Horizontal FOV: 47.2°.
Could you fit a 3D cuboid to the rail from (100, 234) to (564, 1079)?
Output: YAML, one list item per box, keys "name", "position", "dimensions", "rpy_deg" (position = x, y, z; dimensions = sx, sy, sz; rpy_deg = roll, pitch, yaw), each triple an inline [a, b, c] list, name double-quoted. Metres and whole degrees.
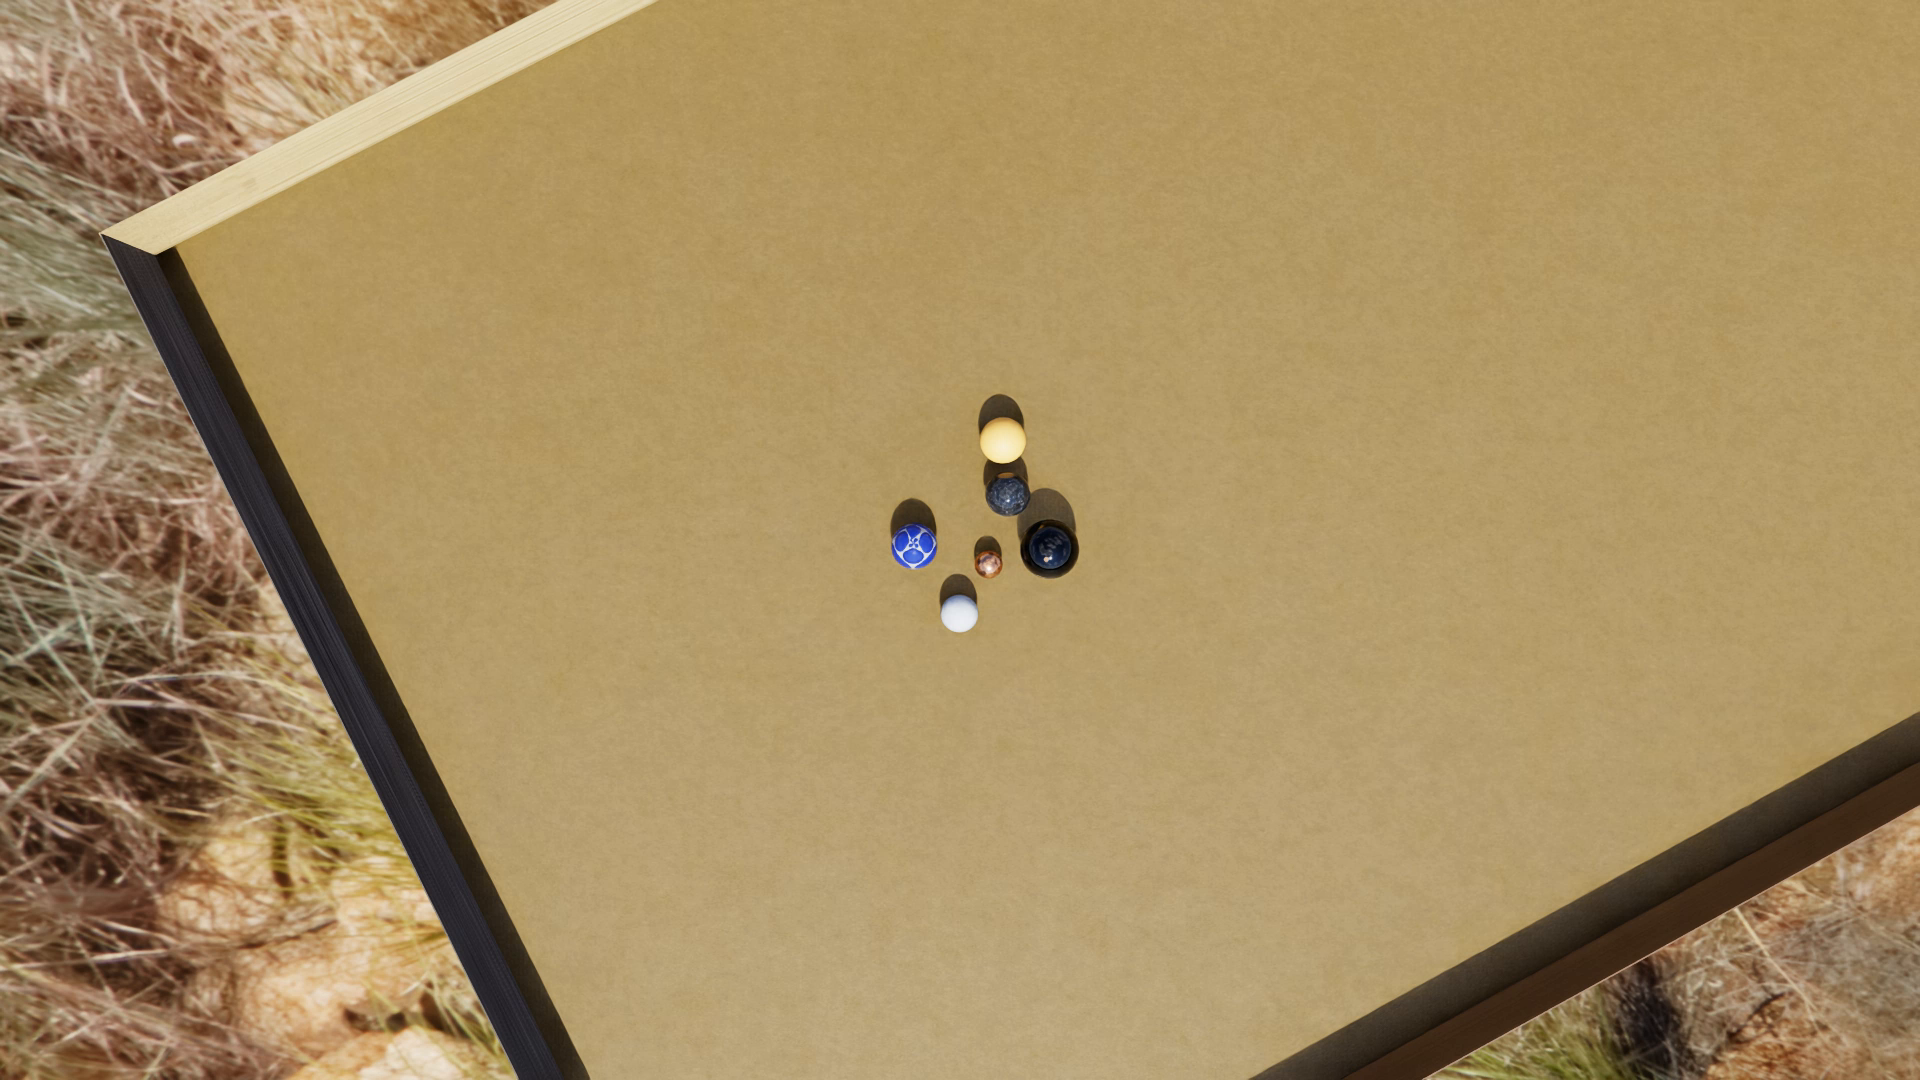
- name: "rail"
  position: [-0.783, 0.410, 3.184]
  dimensions: [0.045, 0.115, 1.978]
  rpy_deg: [-28, 84, -3]

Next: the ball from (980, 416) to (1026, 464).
- name: "ball"
  position: [0.064, -0.149, 3.279]
  dimensions: [0.069, 0.069, 0.069]
  rpy_deg: [0, 83, 0]

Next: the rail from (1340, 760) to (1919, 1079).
- name: "rail"
  position: [1.257, 0.418, 3.183]
  dimensions: [3.643, 0.115, 0.045]
  rpy_deg: [-28, 84, -3]

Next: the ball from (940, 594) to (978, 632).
- name: "ball"
  position: [-0.001, 0.109, 3.253]
  dimensions: [0.057, 0.057, 0.057]
  rpy_deg: [0, 83, 0]

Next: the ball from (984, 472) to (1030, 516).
- name: "ball"
  position: [0.071, -0.068, 3.269]
  dimensions: [0.068, 0.068, 0.068]
  rpy_deg: [0, 83, 0]

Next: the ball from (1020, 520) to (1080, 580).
- name: "ball"
  position: [0.132, 0.014, 3.249]
  dimensions: [0.089, 0.089, 0.089]
  rpy_deg: [0, 83, 0]

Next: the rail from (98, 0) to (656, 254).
- name: "rail"
  position: [0.351, -1.273, 3.397]
  dimensions: [3.643, 0.115, 0.045]
  rpy_deg: [-28, 84, -3]

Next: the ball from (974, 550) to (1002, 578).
- name: "ball"
  position: [0.043, 0.036, 3.269]
  dimensions: [0.042, 0.042, 0.042]
  rpy_deg: [0, 83, 0]

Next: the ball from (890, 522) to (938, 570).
- name: "ball"
  position: [-0.068, 0.009, 3.259]
  dimensions: [0.069, 0.069, 0.069]
  rpy_deg: [0, 83, 0]
